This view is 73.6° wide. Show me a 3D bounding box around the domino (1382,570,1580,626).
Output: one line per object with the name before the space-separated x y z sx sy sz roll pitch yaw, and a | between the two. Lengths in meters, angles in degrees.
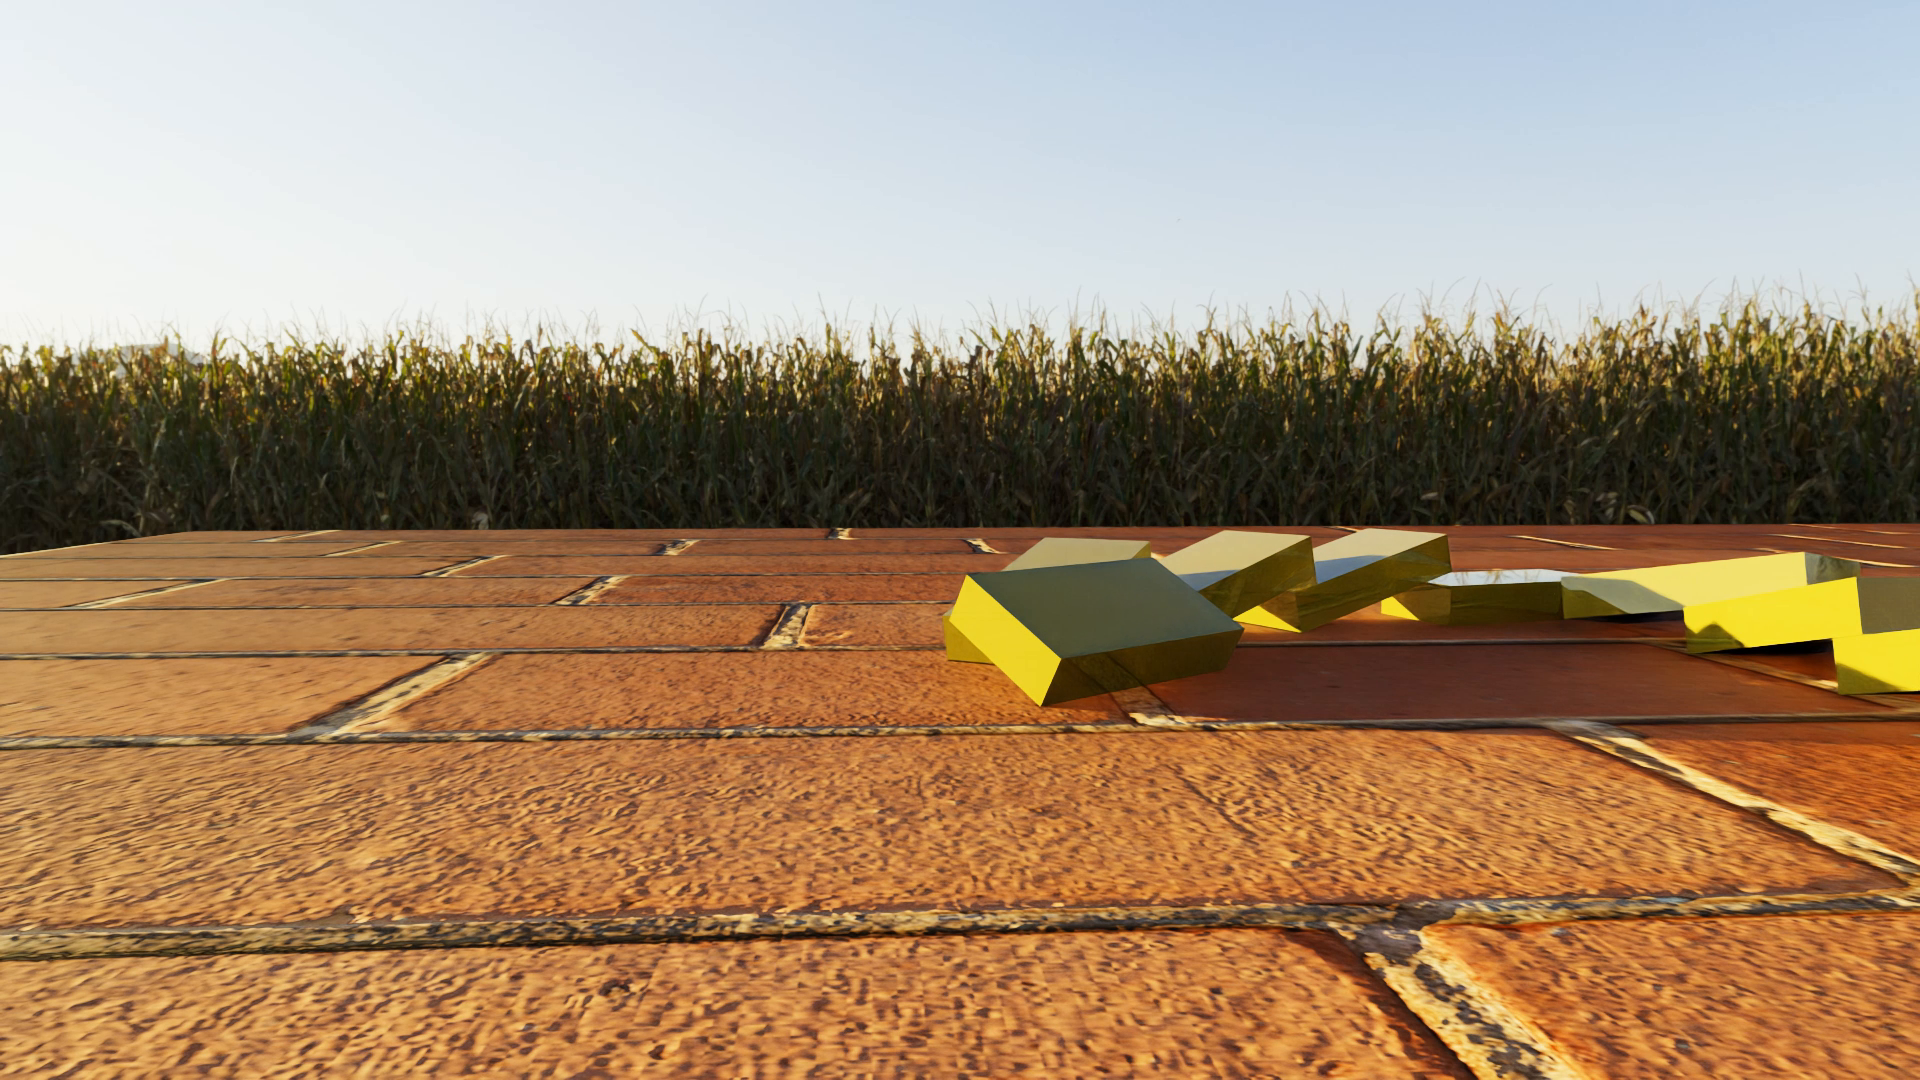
domino | 0.134 0.014 0.319 0.050 0.009 0.025 -1 5 -19

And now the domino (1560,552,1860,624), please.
domino | 0.161 0.011 0.277 0.025 0.010 0.050 6 -10 -34

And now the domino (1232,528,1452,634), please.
domino | 0.091 0.009 0.309 0.050 0.009 0.025 -17 12 -27

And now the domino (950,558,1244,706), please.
domino | 0.025 0.015 0.230 0.050 0.010 0.025 -4 34 -42

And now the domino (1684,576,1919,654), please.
domino | 0.160 0.015 0.236 0.025 0.009 0.050 0 -9 -1

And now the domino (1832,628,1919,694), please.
domino | 0.162 0.018 0.194 0.025 0.009 0.050 0 -9 -1

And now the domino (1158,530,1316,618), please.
domino | 0.055 0.010 0.290 0.050 0.009 0.025 -21 16 -36

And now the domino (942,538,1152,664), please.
domino | 0.020 0.012 0.266 0.025 0.009 0.050 2 19 28
